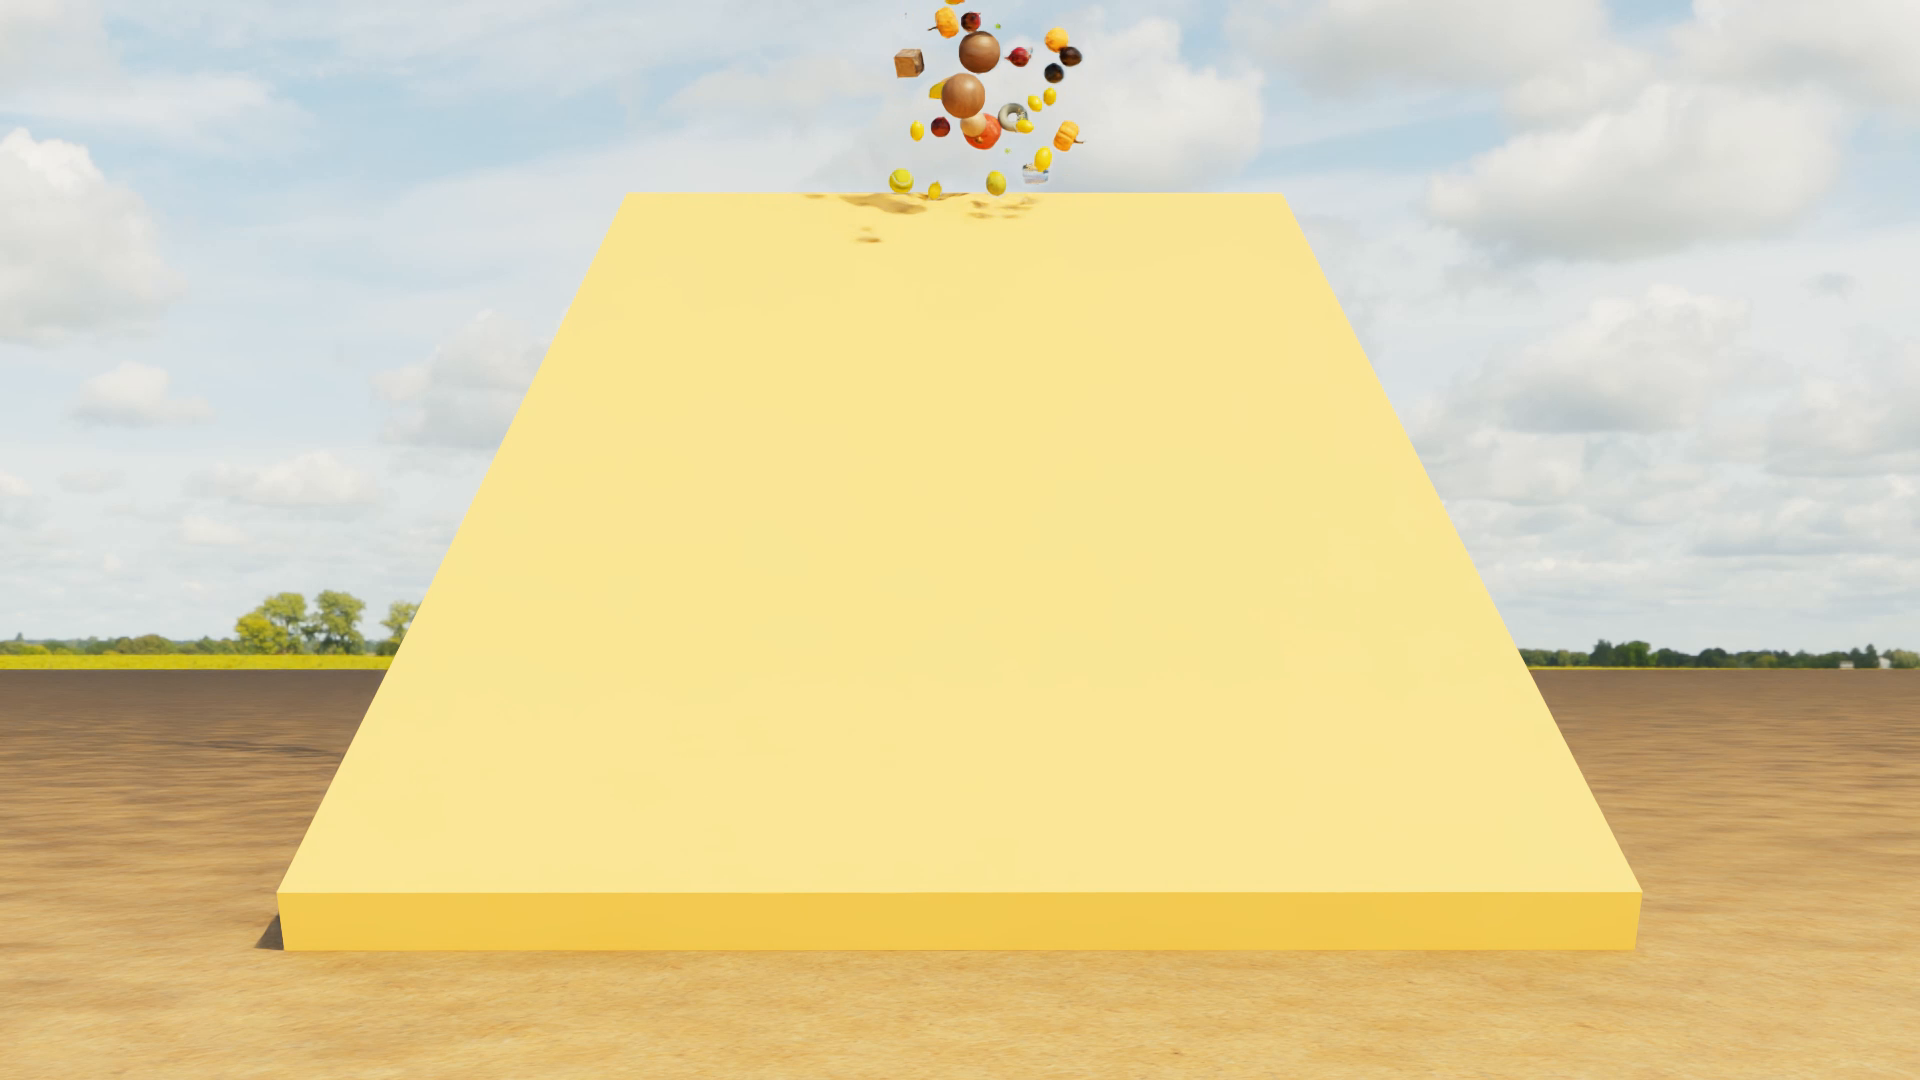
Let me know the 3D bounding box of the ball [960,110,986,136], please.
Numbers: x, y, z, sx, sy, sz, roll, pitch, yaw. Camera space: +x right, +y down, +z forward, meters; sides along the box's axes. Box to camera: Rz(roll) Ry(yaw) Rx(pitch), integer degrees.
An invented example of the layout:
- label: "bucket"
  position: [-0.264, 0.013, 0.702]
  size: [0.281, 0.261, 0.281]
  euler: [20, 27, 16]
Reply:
- label: "ball"
  position: [0.038, -1.236, 6.862]
  size: [0.081, 0.081, 0.081]
  euler: [0, -3, 0]

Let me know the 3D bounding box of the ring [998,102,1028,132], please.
- label: "ring"
  position: [0.159, -1.268, 6.944]
  size: [0.092, 0.092, 0.031]
  euler: [0, -13, 5]

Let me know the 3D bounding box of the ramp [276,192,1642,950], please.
- label: "ramp"
  position: [-0.007, -0.226, 5.247]
  size: [2.000, 0.100, 4.000]
  euler: [0, 23, 0]

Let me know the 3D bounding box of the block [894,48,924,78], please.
- label: "block"
  position: [-0.152, -1.426, 6.926]
  size: [0.064, 0.064, 0.064]
  euler: [4, 35, 23]

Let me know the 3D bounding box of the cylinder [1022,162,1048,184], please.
- label: "cylinder"
  position: [0.222, -1.083, 6.830]
  size: [0.059, 0.059, 0.059]
  euler: [-2, -4, 24]
